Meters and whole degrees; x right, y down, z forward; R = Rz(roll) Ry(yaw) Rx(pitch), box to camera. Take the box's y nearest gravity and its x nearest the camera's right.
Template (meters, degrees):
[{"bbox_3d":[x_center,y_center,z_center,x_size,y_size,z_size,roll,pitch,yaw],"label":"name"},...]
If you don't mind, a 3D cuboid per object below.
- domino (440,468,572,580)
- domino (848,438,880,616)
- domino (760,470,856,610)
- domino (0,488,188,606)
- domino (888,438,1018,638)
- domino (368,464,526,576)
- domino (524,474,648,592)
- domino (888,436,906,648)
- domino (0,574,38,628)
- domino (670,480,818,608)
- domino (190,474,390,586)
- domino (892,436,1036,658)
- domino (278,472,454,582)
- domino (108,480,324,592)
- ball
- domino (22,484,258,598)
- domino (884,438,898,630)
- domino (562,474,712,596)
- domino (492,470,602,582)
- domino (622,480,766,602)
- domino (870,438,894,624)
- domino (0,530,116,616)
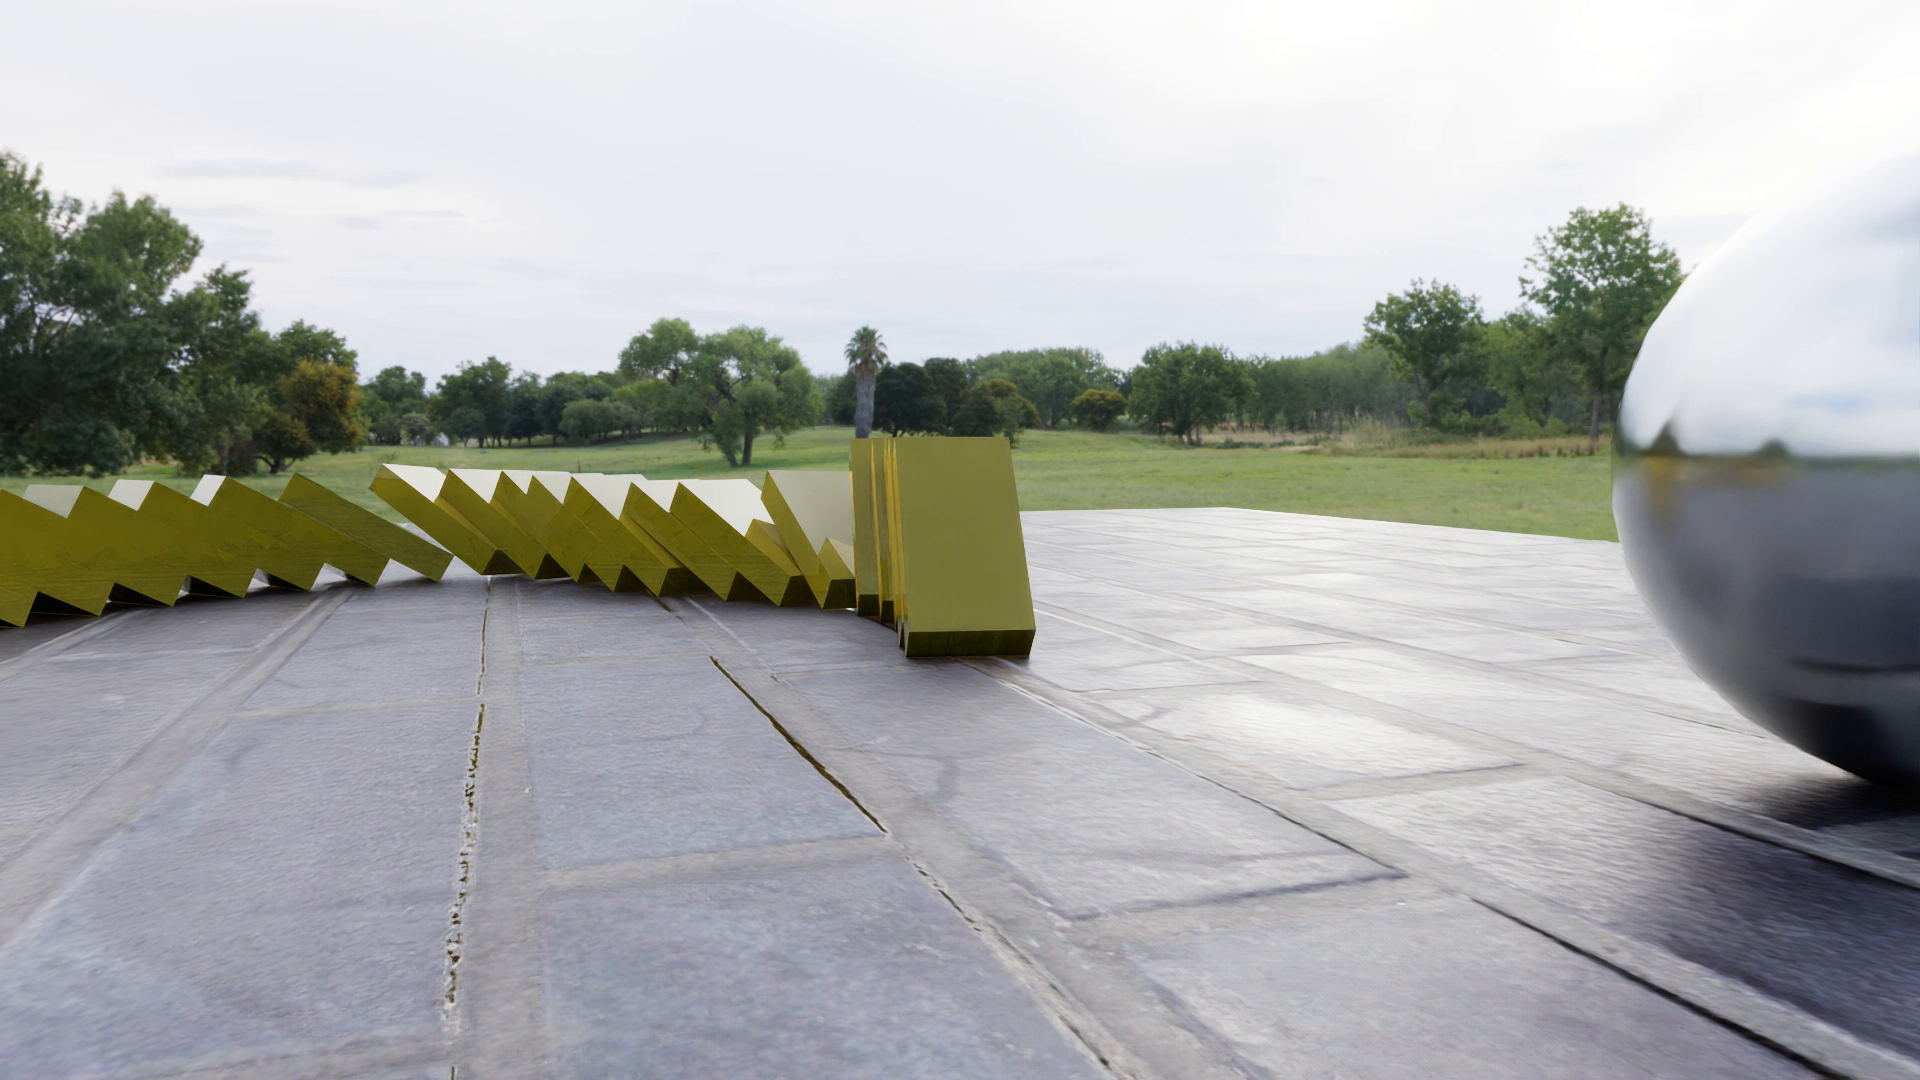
[{"bbox_3d":[-0.141,-0.006,0.412,0.050,0.009,0.025,36,18,23],"label":"domino"},{"bbox_3d":[-0.015,-0.004,0.329,0.025,0.050,0.009,-1,-37,-8],"label":"domino"},{"bbox_3d":[-0.033,-0.001,0.346,0.025,0.010,0.050,-1,36,-31],"label":"domino"},{"bbox_3d":[-0.225,0.002,0.321,0.025,0.010,0.050,2,-24,24],"label":"domino"},{"bbox_3d":[-0.003,-0.001,0.293,0.025,0.050,0.010,-1,-37,-7],"label":"domino"},{"bbox_3d":[-0.163,-0.007,0.415,0.050,0.010,0.025,34,9,13],"label":"domino"},{"bbox_3d":[-0.107,-0.003,0.389,0.050,0.010,0.025,38,25,30],"label":"domino"},{"bbox_3d":[-0.002,0.000,0.280,0.025,0.050,0.010,-1,-37,-7],"label":"domino"},{"bbox_3d":[-0.234,0.006,0.279,0.025,0.009,0.050,1,-23,13],"label":"domino"},{"bbox_3d":[-0.055,0.000,0.356,0.050,0.010,0.025,37,25,30],"label":"domino"},{"bbox_3d":[-0.198,-0.003,0.379,0.025,0.009,0.050,5,-24,47],"label":"domino"},{"bbox_3d":[0.000,0.000,0.268,0.025,0.050,0.010,-1,-37,-7],"label":"domino"},{"bbox_3d":[-0.183,-0.004,0.395,0.050,0.010,0.025,32,-11,-25],"label":"domino"},{"bbox_3d":[-0.209,-0.001,0.361,0.025,0.009,0.050,3,-24,38],"label":"domino"},{"bbox_3d":[0.122,-0.009,0.153,0.080,0.080,0.080,0,4,0],"label":"ball"},{"bbox_3d":[-0.218,0.001,0.341,0.025,0.010,0.050,2,-24,28],"label":"domino"},{"bbox_3d":[-0.004,-0.002,0.305,0.025,0.050,0.010,-1,-37,-8],"label":"domino"},{"bbox_3d":[-0.091,-0.002,0.377,0.050,0.009,0.025,38,25,30],"label":"domino"},{"bbox_3d":[-0.122,-0.005,0.404,0.050,0.010,0.025,38,22,30],"label":"domino"},{"bbox_3d":[-0.071,-0.001,0.367,0.050,0.009,0.025,36,24,31],"label":"domino"},{"bbox_3d":[-0.008,-0.003,0.318,0.025,0.050,0.009,-1,-37,-8],"label":"domino"},{"bbox_3d":[-0.231,0.004,0.301,0.025,0.009,0.050,1,-24,19],"label":"domino"}]
